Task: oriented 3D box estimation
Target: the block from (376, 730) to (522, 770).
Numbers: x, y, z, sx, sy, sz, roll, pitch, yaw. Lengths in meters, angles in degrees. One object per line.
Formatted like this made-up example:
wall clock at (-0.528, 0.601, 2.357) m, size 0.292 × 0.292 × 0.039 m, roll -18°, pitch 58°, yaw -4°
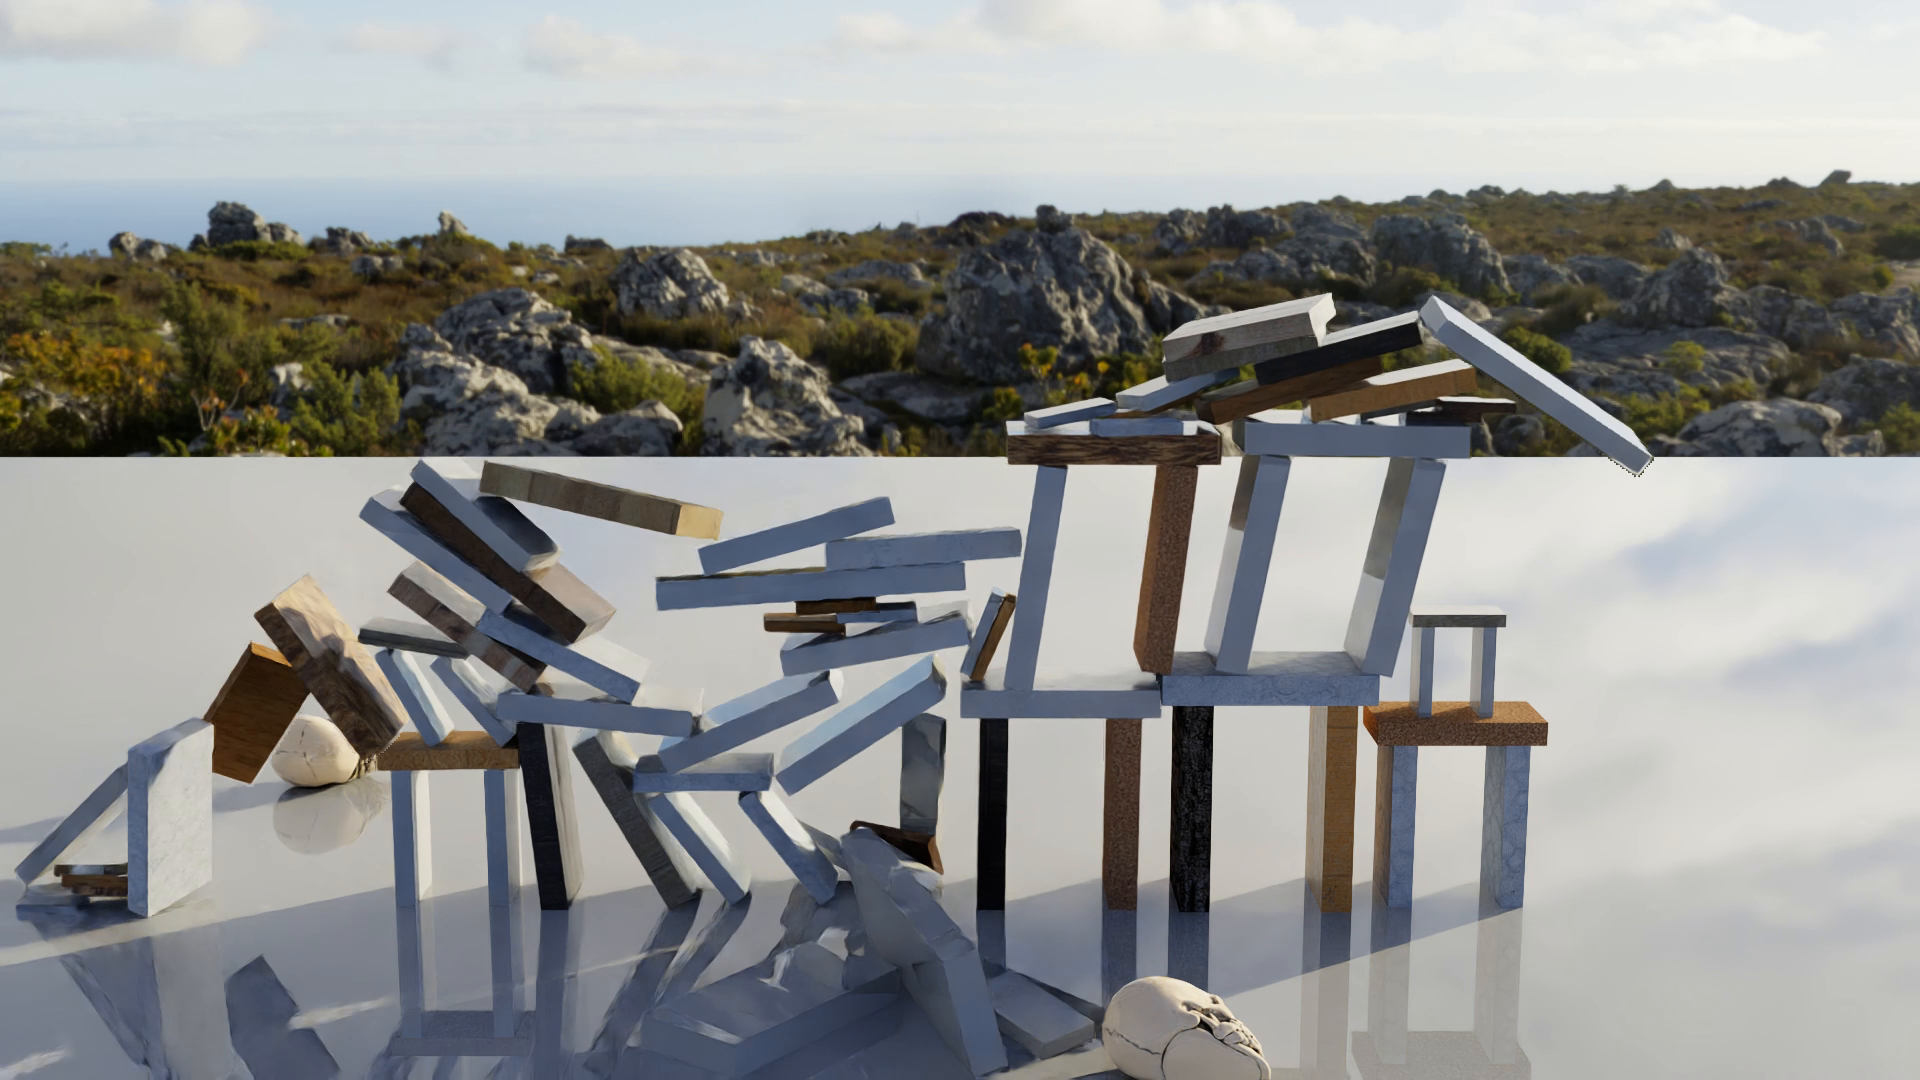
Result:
block at (-0.831, 0.346, 3.623) m, size 0.230 × 0.033 × 0.115 m, roll -1°, pitch 11°, yaw -1°

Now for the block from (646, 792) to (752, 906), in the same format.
block at (-0.430, 0.495, 3.647) m, size 0.031 × 0.221 × 0.111 m, roll -37°, pitch 8°, yaw 6°

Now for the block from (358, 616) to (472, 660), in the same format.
block at (-0.881, 0.160, 3.589) m, size 0.176 × 0.025 × 0.088 m, roll 9°, pitch 10°, yaw -1°

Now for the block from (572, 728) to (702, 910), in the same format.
block at (-0.531, 0.446, 3.640) m, size 0.044 × 0.312 × 0.156 m, roll -29°, pitch 10°, yaw 4°

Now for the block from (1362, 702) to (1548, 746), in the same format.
block at (0.812, 0.301, 3.618) m, size 0.274 × 0.039 × 0.137 m, roll 0°, pitch 11°, yaw 0°

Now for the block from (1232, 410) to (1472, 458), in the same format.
block at (0.624, -0.172, 3.533) m, size 0.353 × 0.050 × 0.176 m, roll 1°, pitch 10°, yaw 0°

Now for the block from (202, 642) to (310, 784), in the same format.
block at (-1.194, 0.293, 3.703) m, size 0.121 × 0.243 × 0.034 m, roll 25°, pitch 20°, yaw -33°

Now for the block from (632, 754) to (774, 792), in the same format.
block at (-0.422, 0.383, 3.626) m, size 0.221 × 0.031 × 0.111 m, roll 0°, pitch 11°, yaw -1°

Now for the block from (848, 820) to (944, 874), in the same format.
block at (-0.109, 0.530, 3.762) m, size 0.161 × 0.081 × 0.023 m, roll 7°, pitch 36°, yaw 32°

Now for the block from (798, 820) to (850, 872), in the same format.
block at (-0.230, 0.523, 3.745) m, size 0.161 × 0.023 × 0.081 m, roll 22°, pitch -23°, yaw 32°

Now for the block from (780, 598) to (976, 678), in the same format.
block at (-0.132, 0.159, 3.587) m, size 0.304 × 0.043 × 0.152 m, roll -10°, pitch 10°, yaw 5°

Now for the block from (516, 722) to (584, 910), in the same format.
block at (-0.677, 0.435, 3.639) m, size 0.044 × 0.312 × 0.156 m, roll -5°, pitch 10°, yaw 1°

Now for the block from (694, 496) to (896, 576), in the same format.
block at (-0.268, -0.007, 3.544) m, size 0.312 × 0.044 × 0.156 m, roll -15°, pitch 3°, yaw -8°

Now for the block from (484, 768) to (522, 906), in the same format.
block at (-0.757, 0.477, 3.648) m, size 0.033 × 0.230 × 0.115 m, roll 0°, pitch 11°, yaw 0°

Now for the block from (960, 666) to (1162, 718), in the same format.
block at (0.162, 0.249, 3.607) m, size 0.323 × 0.046 × 0.162 m, roll 0°, pitch 11°, yaw 0°

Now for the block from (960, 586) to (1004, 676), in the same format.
block at (0.036, 0.148, 3.583) m, size 0.020 × 0.140 × 0.070 m, roll 22°, pitch 8°, yaw 0°

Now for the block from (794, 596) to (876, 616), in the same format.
block at (-0.202, 0.103, 3.571) m, size 0.130 × 0.018 × 0.065 m, roll -3°, pitch 10°, yaw -6°

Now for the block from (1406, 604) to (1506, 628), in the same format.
block at (0.807, 0.124, 3.586) m, size 0.150 × 0.021 × 0.075 m, roll 0°, pitch 11°, yaw 0°

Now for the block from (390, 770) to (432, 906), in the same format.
block at (-0.909, 0.476, 3.647) m, size 0.033 × 0.230 × 0.115 m, roll 1°, pitch 11°, yaw 0°

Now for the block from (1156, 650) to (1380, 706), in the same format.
block at (0.497, 0.226, 3.599) m, size 0.346 × 0.049 × 0.173 m, roll 0°, pitch 11°, yaw 0°

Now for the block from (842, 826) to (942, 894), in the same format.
block at (-0.113, 0.539, 3.670) m, size 0.161 × 0.023 × 0.081 m, roll 31°, pitch 14°, yaw 4°

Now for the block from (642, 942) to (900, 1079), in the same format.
block at (-0.265, 0.664, 3.132) m, size 0.175 × 0.050 × 0.350 m, roll 8°, pitch 13°, yaw 37°

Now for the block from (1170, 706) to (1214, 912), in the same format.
block at (0.382, 0.420, 3.635) m, size 0.049 × 0.347 × 0.173 m, roll 0°, pitch 11°, yaw 0°

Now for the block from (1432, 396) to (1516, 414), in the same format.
block at (0.822, -0.216, 3.520) m, size 0.120 × 0.017 × 0.060 m, roll 1°, pitch 10°, yaw -4°

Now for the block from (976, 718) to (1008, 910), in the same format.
block at (0.052, 0.431, 3.640) m, size 0.046 × 0.323 × 0.162 m, roll 1°, pitch 11°, yaw 0°

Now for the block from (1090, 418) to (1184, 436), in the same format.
block at (0.278, -0.179, 3.472) m, size 0.135 × 0.019 × 0.068 m, roll -2°, pitch 11°, yaw -12°

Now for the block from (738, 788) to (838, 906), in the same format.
block at (-0.284, 0.495, 3.647) m, size 0.031 × 0.221 × 0.111 m, roll -37°, pitch 9°, yaw 6°

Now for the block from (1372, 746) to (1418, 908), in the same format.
block at (0.721, 0.455, 3.647) m, size 0.039 × 0.274 × 0.137 m, roll 0°, pitch 11°, yaw 0°

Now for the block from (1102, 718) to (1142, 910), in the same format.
block at (0.267, 0.431, 3.640) m, size 0.046 × 0.323 × 0.162 m, roll 1°, pitch 11°, yaw 0°

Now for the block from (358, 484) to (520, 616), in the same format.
block at (-0.829, 0.014, 3.559) m, size 0.274 × 0.039 × 0.137 m, roll 35°, pitch 10°, yaw -3°

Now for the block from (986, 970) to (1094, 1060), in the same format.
block at (0.096, 0.668, 3.100) m, size 0.090 × 0.026 × 0.181 m, roll -14°, pitch 23°, yaw -35°

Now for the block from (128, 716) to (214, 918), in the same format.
block at (-1.283, 0.450, 3.575) m, size 0.041 × 0.292 × 0.146 m, roll 16°, pitch 22°, yaw 20°

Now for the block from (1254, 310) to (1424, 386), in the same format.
block at (0.605, -0.306, 3.508) m, size 0.261 × 0.037 × 0.131 m, roll -14°, pitch 10°, yaw 16°

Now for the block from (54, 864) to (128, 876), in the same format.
block at (-1.451, 0.554, 3.696) m, size 0.136 × 0.019 × 0.068 m, roll -6°, pitch -9°, yaw 33°

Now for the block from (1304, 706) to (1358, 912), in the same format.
block at (0.613, 0.420, 3.635) m, size 0.049 × 0.347 × 0.173 m, roll 0°, pitch 11°, yaw 0°

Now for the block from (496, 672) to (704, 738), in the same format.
block at (-0.587, 0.267, 3.607) m, size 0.312 × 0.044 × 0.156 m, roll 6°, pitch 11°, yaw -1°

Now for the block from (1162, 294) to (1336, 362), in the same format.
block at (0.457, -0.336, 3.483) m, size 0.248 × 0.035 × 0.124 m, roll -9°, pitch 15°, yaw 29°

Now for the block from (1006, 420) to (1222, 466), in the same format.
block at (0.243, -0.157, 3.536) m, size 0.336 × 0.048 × 0.168 m, roll 0°, pitch 11°, yaw 0°
